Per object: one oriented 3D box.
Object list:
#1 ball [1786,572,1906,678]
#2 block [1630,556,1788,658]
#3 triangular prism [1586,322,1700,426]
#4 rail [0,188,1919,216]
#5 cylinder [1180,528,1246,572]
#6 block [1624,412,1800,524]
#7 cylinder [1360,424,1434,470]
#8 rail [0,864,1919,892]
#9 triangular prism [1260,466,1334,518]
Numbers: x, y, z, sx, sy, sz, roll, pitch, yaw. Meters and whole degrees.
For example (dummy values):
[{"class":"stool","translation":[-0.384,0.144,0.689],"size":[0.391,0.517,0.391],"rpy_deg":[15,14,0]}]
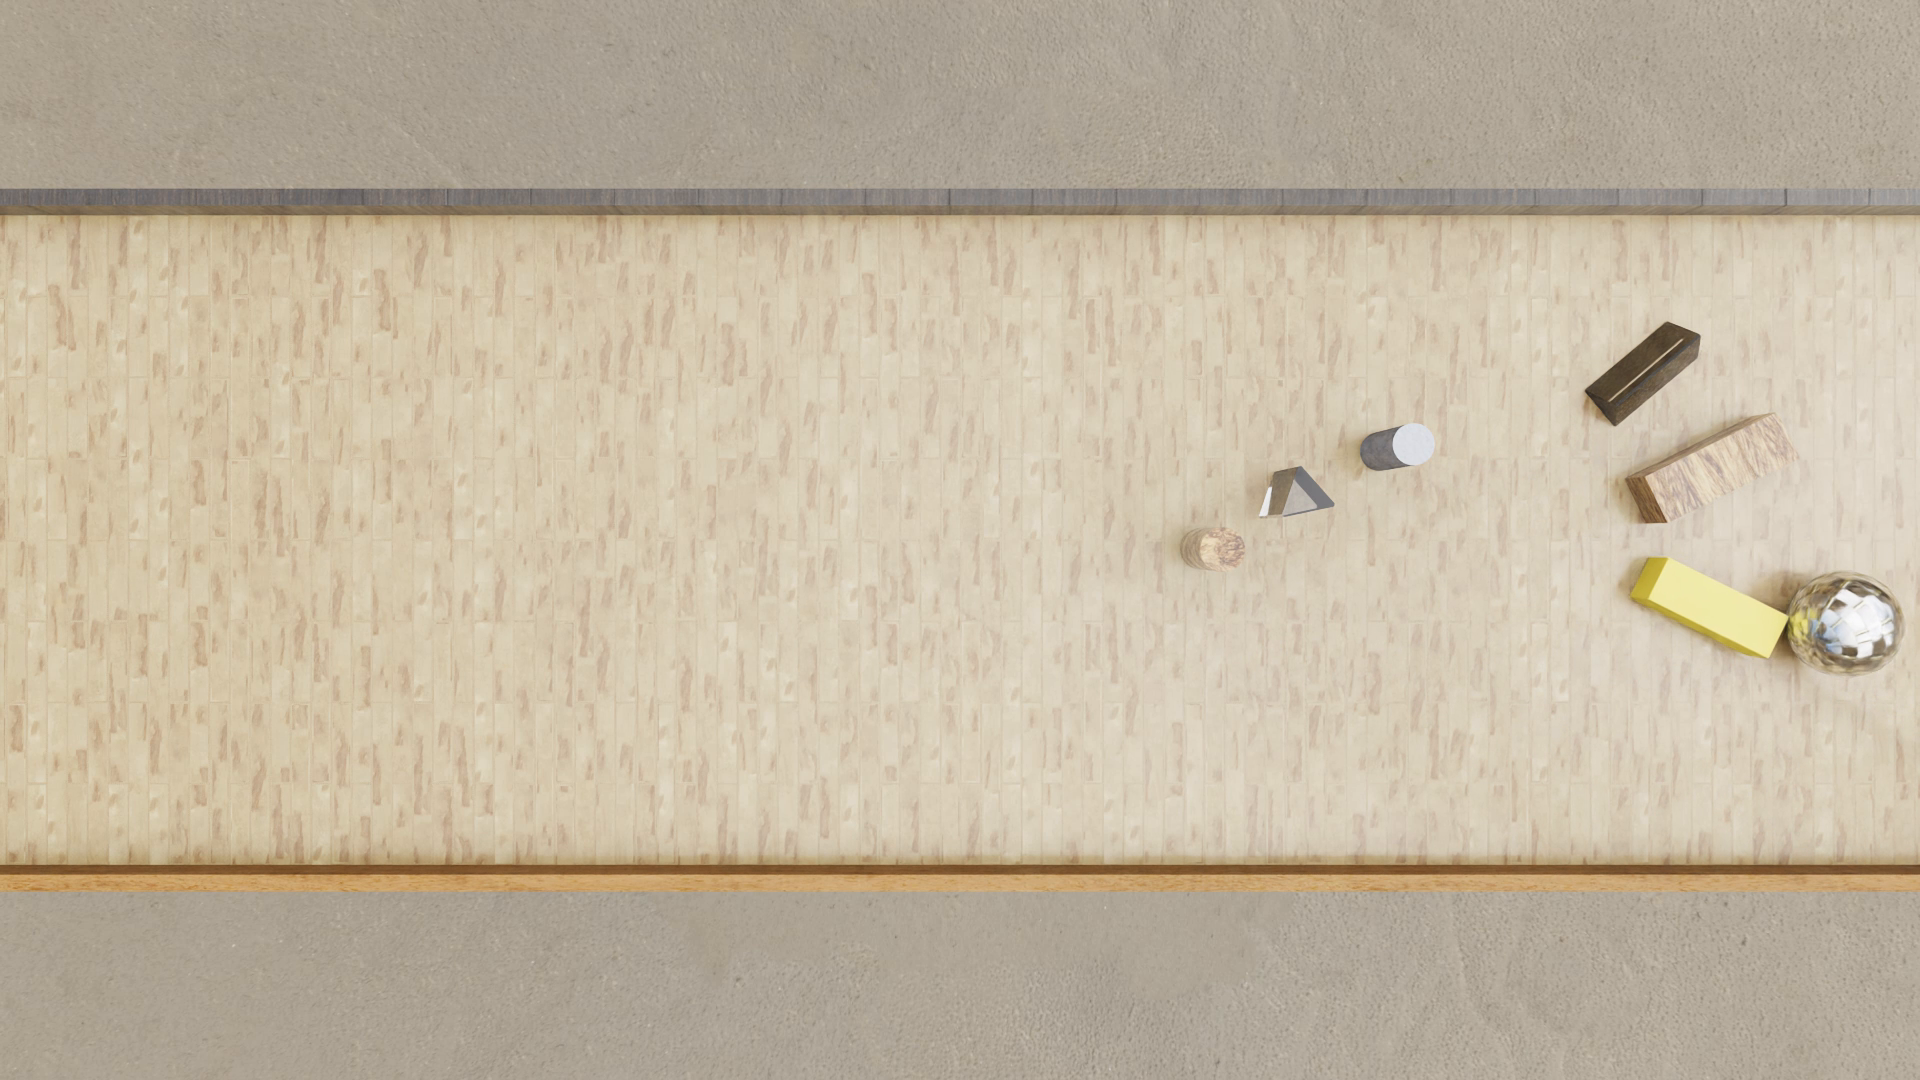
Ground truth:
[{"class":"ball","translation":[2.638,0.252,4.918],"size":[0.318,0.318,0.318],"rpy_deg":[0,90,0]},{"class":"block","translation":[2.271,0.203,5.007],"size":[0.401,0.139,0.139],"rpy_deg":[26,90,0]},{"class":"triangular prism","translation":[2.094,-0.510,5.010],"size":[0.330,0.125,0.145],"rpy_deg":[-40,90,0]},{"class":"rail","translation":[-2.247,-1.025,5.002],"size":[12.000,0.150,0.050],"rpy_deg":[0,90,0]},{"class":"cylinder","translation":[0.741,0.027,4.865],"size":[0.127,0.423,0.127],"rpy_deg":[0,90,0]},{"class":"block","translation":[2.276,-0.216,4.999],"size":[0.440,0.154,0.154],"rpy_deg":[-26,90,0]},{"class":"cylinder","translation":[1.291,-0.272,4.884],"size":[0.120,0.384,0.120],"rpy_deg":[0,90,0]},{"class":"rail","translation":[-2.247,1.025,5.001],"size":[12.000,0.150,0.050],"rpy_deg":[0,90,0]},{"class":"triangular prism","translation":[0.984,-0.148,4.895],"size":[0.151,0.363,0.131],"rpy_deg":[-12,90,0]}]
